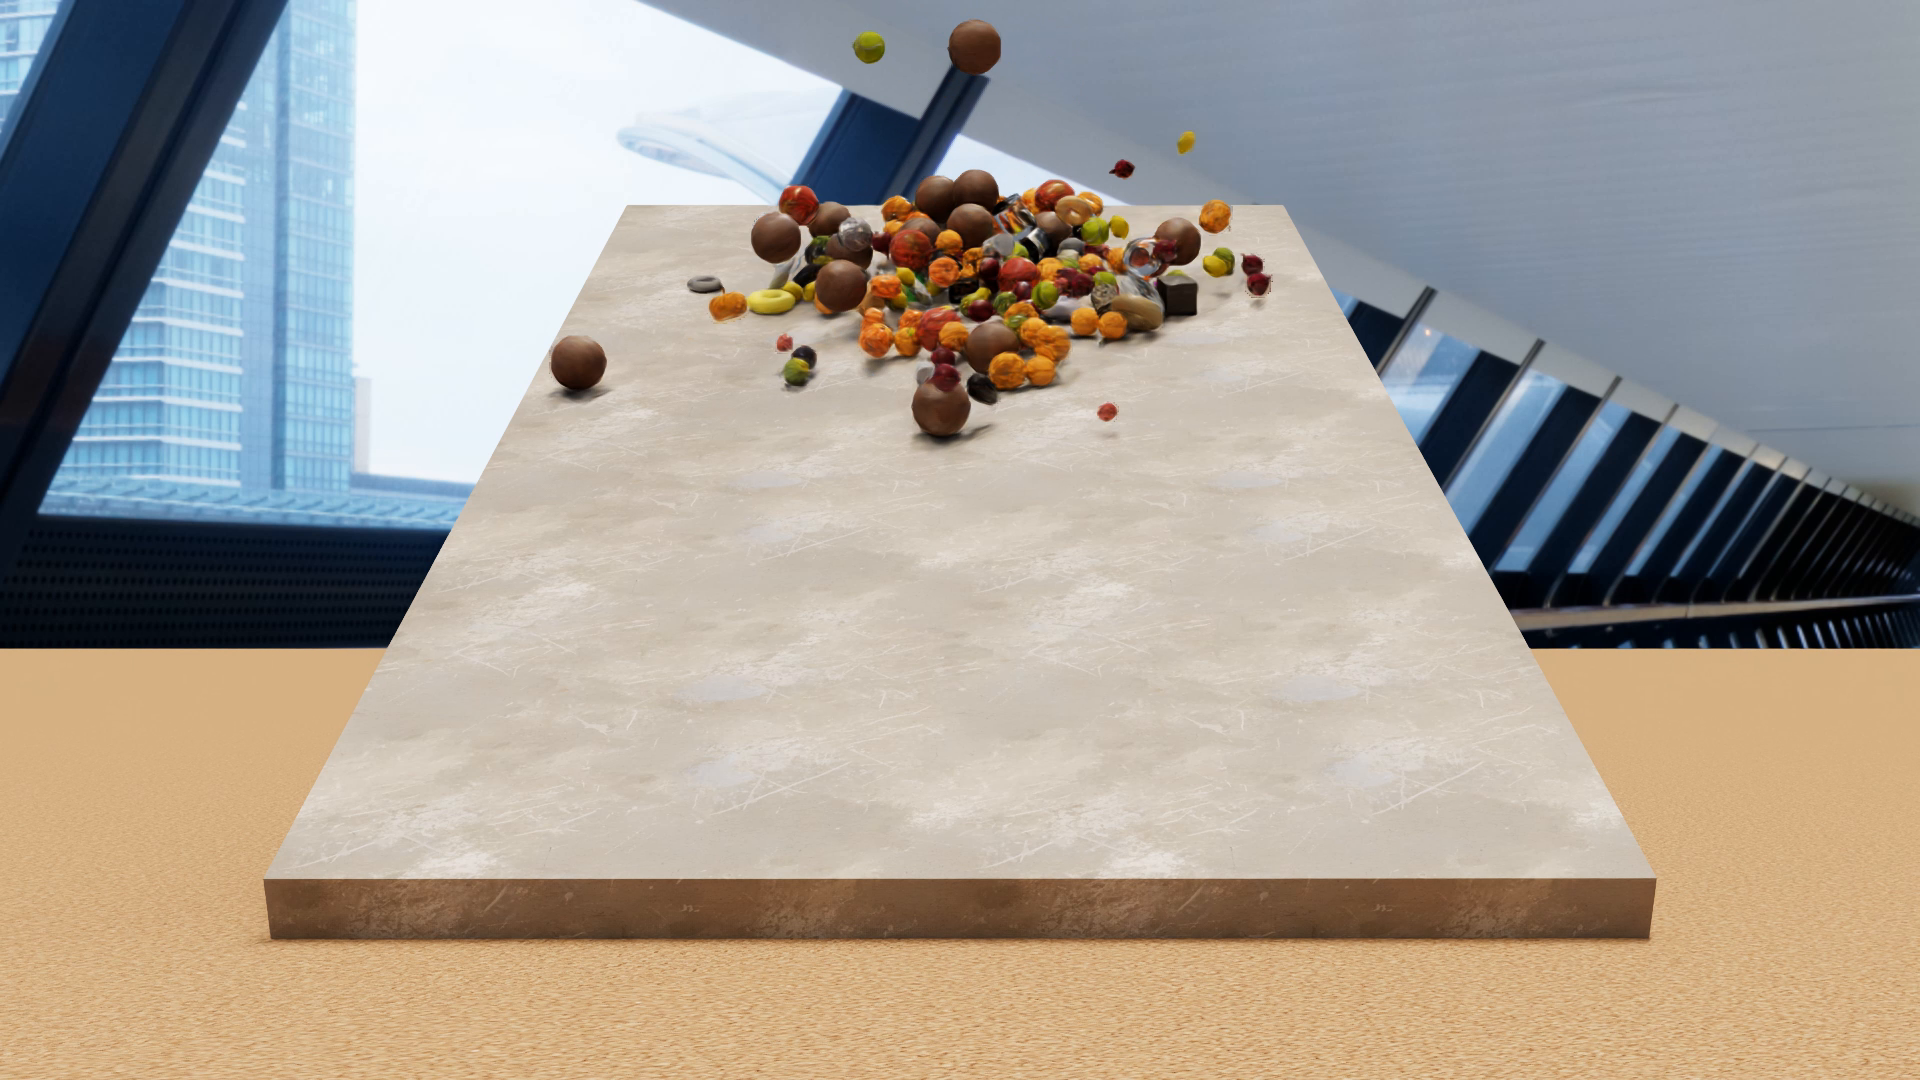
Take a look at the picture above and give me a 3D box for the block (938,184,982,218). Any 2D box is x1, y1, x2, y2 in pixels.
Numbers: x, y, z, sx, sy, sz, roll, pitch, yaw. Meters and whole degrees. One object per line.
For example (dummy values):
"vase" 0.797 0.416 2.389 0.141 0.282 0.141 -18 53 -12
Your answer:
"block" 0.000 -1.001 6.808 0.090 0.090 0.090 5 20 35

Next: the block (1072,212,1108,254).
"block" 0.367 -0.864 6.475 0.071 0.071 0.071 -34 21 18

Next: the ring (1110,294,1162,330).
"ring" 0.441 -0.569 5.743 0.139 0.046 0.139 20 -16 6

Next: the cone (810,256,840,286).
"cone" -0.369 -0.720 6.211 0.080 0.080 0.080 0 -5 -10

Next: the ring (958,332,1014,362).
"ring" 0.063 -0.466 5.578 0.136 0.045 0.136 1 24 0

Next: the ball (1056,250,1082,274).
"ball" 0.297 -0.758 6.265 0.070 0.070 0.070 0 -3 0

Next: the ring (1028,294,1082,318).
"ring" 0.244 -0.598 5.890 0.139 0.046 0.139 3 16 -1

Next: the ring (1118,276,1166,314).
"ring" 0.464 -0.617 5.871 0.142 0.142 0.047 3 -40 -50

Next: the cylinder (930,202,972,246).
"cylinder" -0.026 -0.896 6.516 0.091 0.091 0.091 24 -33 16

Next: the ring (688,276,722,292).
"ring" -0.681 -0.682 6.126 0.092 0.031 0.092 1 22 0

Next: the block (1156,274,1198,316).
"block" 0.559 -0.631 5.936 0.084 0.084 0.084 -5 23 -13

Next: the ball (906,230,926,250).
"ball" -0.125 -0.840 6.443 0.056 0.056 0.056 0 -3 0

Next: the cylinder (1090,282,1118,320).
"cylinder" 0.373 -0.608 5.863 0.068 0.068 0.068 -10 -35 -7

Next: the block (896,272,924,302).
"block" -0.130 -0.666 6.046 0.062 0.062 0.062 3 22 7

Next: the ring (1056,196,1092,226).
"ring" 0.307 -0.892 6.235 0.101 0.034 0.101 11 -37 8

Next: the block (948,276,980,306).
"block" 0.010 -0.652 6.020 0.057 0.057 0.057 16 27 34

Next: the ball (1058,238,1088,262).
"ball" 0.309 -0.792 6.333 0.082 0.082 0.082 0 -3 0

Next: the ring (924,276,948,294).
"ring" -0.065 -0.683 6.128 0.095 0.032 0.095 -2 23 1

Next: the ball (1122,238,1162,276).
"ball" 0.465 -0.722 5.873 0.099 0.099 0.099 0 -3 0

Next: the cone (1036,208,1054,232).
"cone" 0.240 -0.942 6.719 0.067 0.067 0.067 0 22 0

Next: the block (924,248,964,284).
"block" -0.040 -0.714 6.005 0.063 0.063 0.063 41 15 17

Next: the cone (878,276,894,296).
"cone" -0.184 -0.657 6.018 0.051 0.051 0.051 -2 -46 43

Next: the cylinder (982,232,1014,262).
"cylinder" 0.100 -0.772 6.062 0.063 0.063 0.063 2 -9 -31

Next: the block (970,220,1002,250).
"block" 0.077 -0.865 6.527 0.067 0.067 0.067 -18 28 -41

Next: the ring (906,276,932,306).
"ring" -0.106 -0.644 5.941 0.031 0.093 0.093 -38 -10 9

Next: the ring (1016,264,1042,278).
"ring" 0.188 -0.731 6.258 0.075 0.025 0.075 -1 23 0

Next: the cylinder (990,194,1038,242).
"cylinder" 0.148 -0.878 6.269 0.093 0.093 0.093 -31 23 15

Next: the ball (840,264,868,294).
"ball" -0.281 -0.691 6.088 0.076 0.076 0.076 0 -3 0

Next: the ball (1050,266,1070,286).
"ball" 0.268 -0.703 6.108 0.055 0.055 0.055 0 -3 0

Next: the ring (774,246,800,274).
"ring" -0.468 -0.754 6.209 0.077 0.077 0.026 -1 -6 19

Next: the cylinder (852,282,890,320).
"cylinder" -0.228 -0.608 5.854 0.071 0.071 0.071 39 -10 9

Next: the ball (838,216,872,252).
"ball" -0.277 -0.806 6.057 0.091 0.091 0.091 0 -3 0

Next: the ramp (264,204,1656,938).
"ramp" -0.007 -0.222 5.169 2.000 0.100 4.000 0 22 0

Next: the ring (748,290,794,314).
"ring" -0.490 -0.617 5.953 0.123 0.041 0.123 0 22 0
